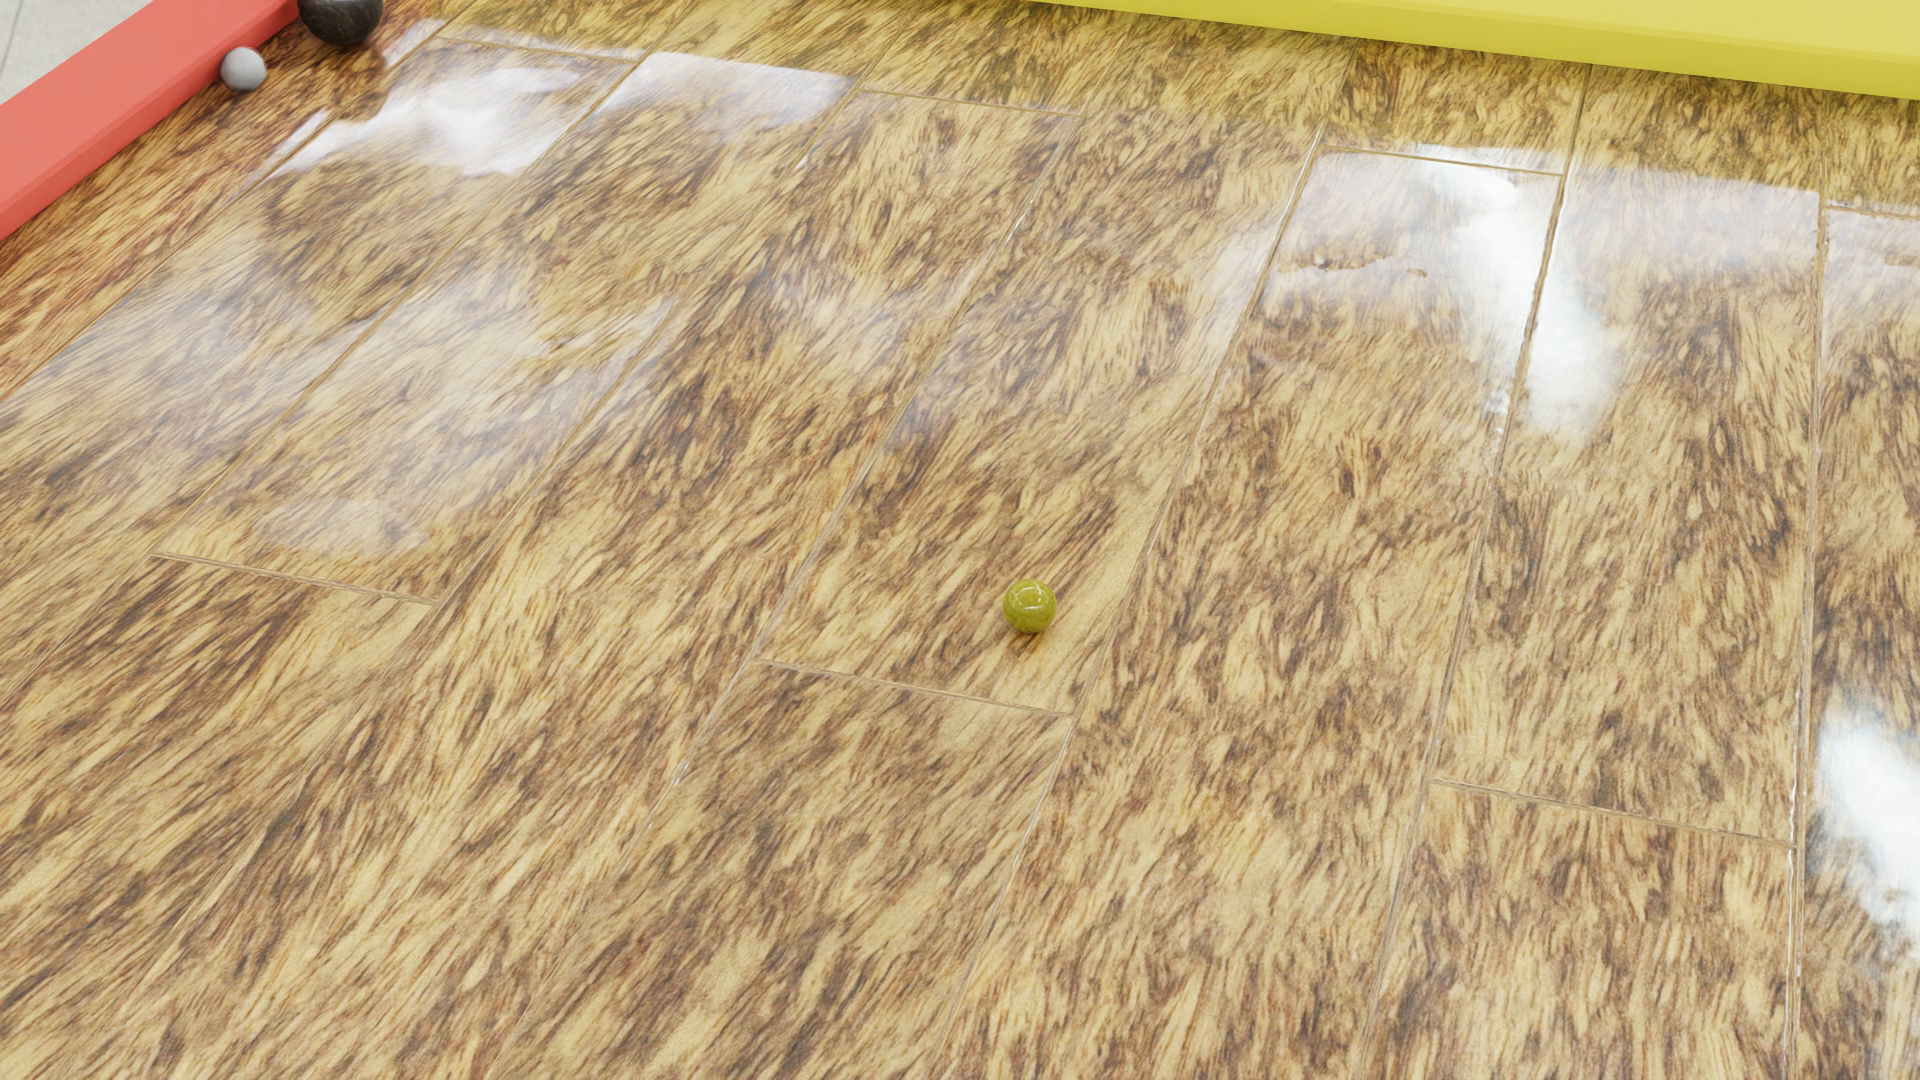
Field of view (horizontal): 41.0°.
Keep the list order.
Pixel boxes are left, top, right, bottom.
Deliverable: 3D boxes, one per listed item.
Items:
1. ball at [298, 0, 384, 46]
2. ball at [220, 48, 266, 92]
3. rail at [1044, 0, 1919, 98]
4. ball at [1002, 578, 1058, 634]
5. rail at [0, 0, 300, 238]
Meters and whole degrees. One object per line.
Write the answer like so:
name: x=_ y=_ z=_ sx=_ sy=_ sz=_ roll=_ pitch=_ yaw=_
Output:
ball: x=-0.683 y=-0.593 z=2.832 sx=0.092 sy=0.092 sz=0.092 roll=0 pitch=34 yaw=0
ball: x=-0.765 y=-0.501 z=2.735 sx=0.047 sy=0.047 sz=0.047 roll=0 pitch=34 yaw=0
rail: x=1.319 y=-0.457 z=2.601 sx=4.173 sy=0.120 sz=0.045 roll=9 pitch=35 yaw=14
ball: x=0.052 y=0.049 z=1.917 sx=0.041 sy=0.041 sz=0.041 roll=0 pitch=34 yaw=0
rail: x=-0.978 y=-0.183 z=2.192 sx=0.045 sy=0.120 sz=2.295 roll=9 pitch=35 yaw=14
